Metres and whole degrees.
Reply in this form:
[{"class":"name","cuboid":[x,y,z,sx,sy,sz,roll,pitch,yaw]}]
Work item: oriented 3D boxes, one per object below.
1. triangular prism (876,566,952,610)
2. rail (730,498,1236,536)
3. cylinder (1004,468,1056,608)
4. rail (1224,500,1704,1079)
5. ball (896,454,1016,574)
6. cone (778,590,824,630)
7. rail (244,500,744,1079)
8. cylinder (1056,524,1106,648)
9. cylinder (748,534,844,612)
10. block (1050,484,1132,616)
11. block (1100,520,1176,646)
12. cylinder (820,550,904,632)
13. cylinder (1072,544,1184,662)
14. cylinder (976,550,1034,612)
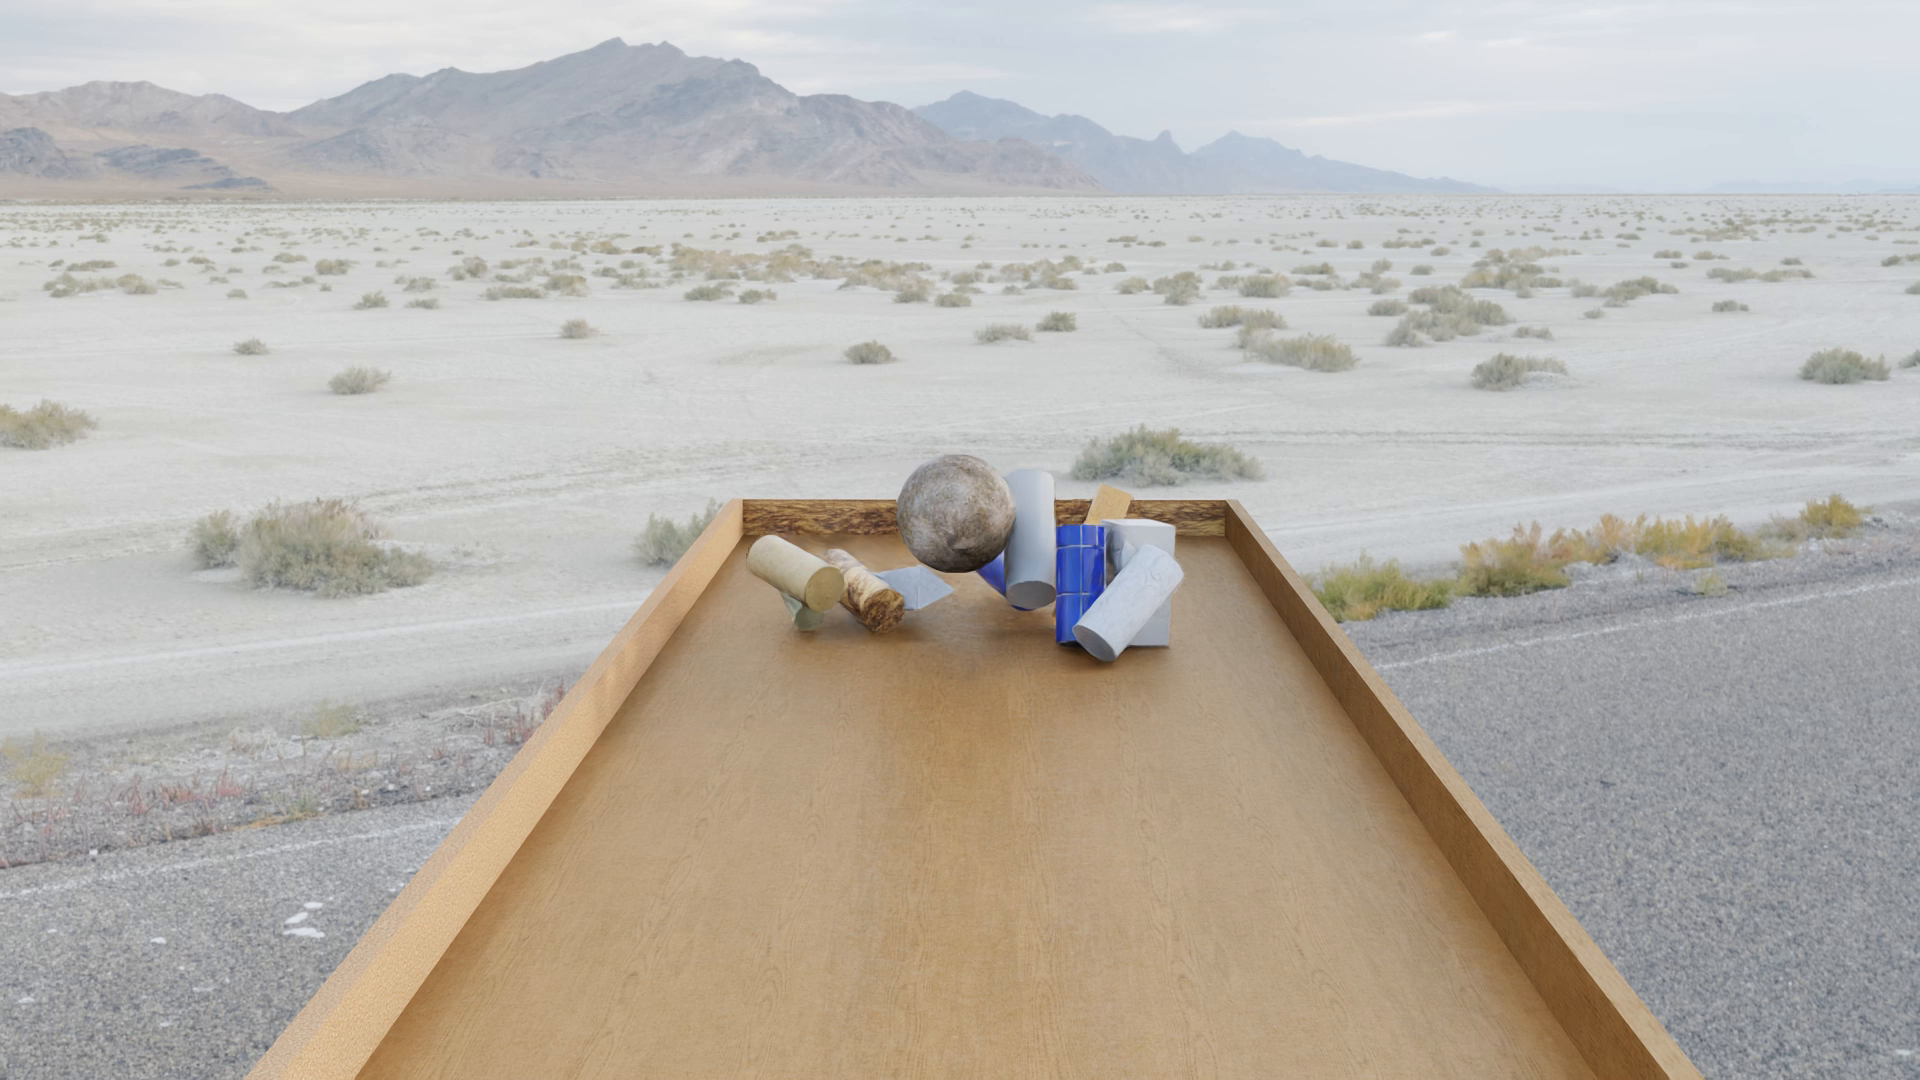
[{"class":"triangular prism","cuboid":[-0.181,0.152,7.264,0.139,0.121,0.382,-27,7,-24]},{"class":"rail","cuboid":[0.099,-0.098,9.147,2.100,0.150,0.050,0,9,1]},{"class":"cylinder","cuboid":[0.234,-0.007,7.341,0.173,0.446,0.173,0,-33,0]},{"class":"rail","cuboid":[1.046,0.843,3.208,0.050,0.150,12.000,0,9,1]},{"class":"ball","cuboid":[-0.012,-0.085,7.183,0.390,0.390,0.390,0,9,0]},{"class":"cone","cuboid":[-0.562,0.181,7.234,0.106,0.106,0.303,-6,29,-31]},{"class":"rail","cuboid":[-1.004,0.839,3.234,0.050,0.150,12.000,0,9,1]},{"class":"cylinder","cuboid":[0.375,0.144,6.838,0.154,0.365,0.154,1,-10,0]},{"class":"cylinder","cuboid":[-0.533,0.106,7.128,0.153,0.153,0.332,-7,22,-38]},{"class":"block","cuboid":[0.431,0.049,7.204,0.109,0.450,0.109,21,-13,-1]},{"class":"block","cuboid":[0.548,0.132,6.926,0.178,0.377,0.178,0,7,-22]},{"class":"cylinder","cuboid":[-0.336,0.165,7.267,0.150,0.150,0.405,-5,21,-27]},{"class":"cylinder","cuboid":[0.513,0.192,6.698,0.350,0.161,0.161,-48,33,-22]},{"class":"cylinder","cuboid":[0.171,0.126,7.576,0.136,0.136,0.312,-4,21,-22]}]
